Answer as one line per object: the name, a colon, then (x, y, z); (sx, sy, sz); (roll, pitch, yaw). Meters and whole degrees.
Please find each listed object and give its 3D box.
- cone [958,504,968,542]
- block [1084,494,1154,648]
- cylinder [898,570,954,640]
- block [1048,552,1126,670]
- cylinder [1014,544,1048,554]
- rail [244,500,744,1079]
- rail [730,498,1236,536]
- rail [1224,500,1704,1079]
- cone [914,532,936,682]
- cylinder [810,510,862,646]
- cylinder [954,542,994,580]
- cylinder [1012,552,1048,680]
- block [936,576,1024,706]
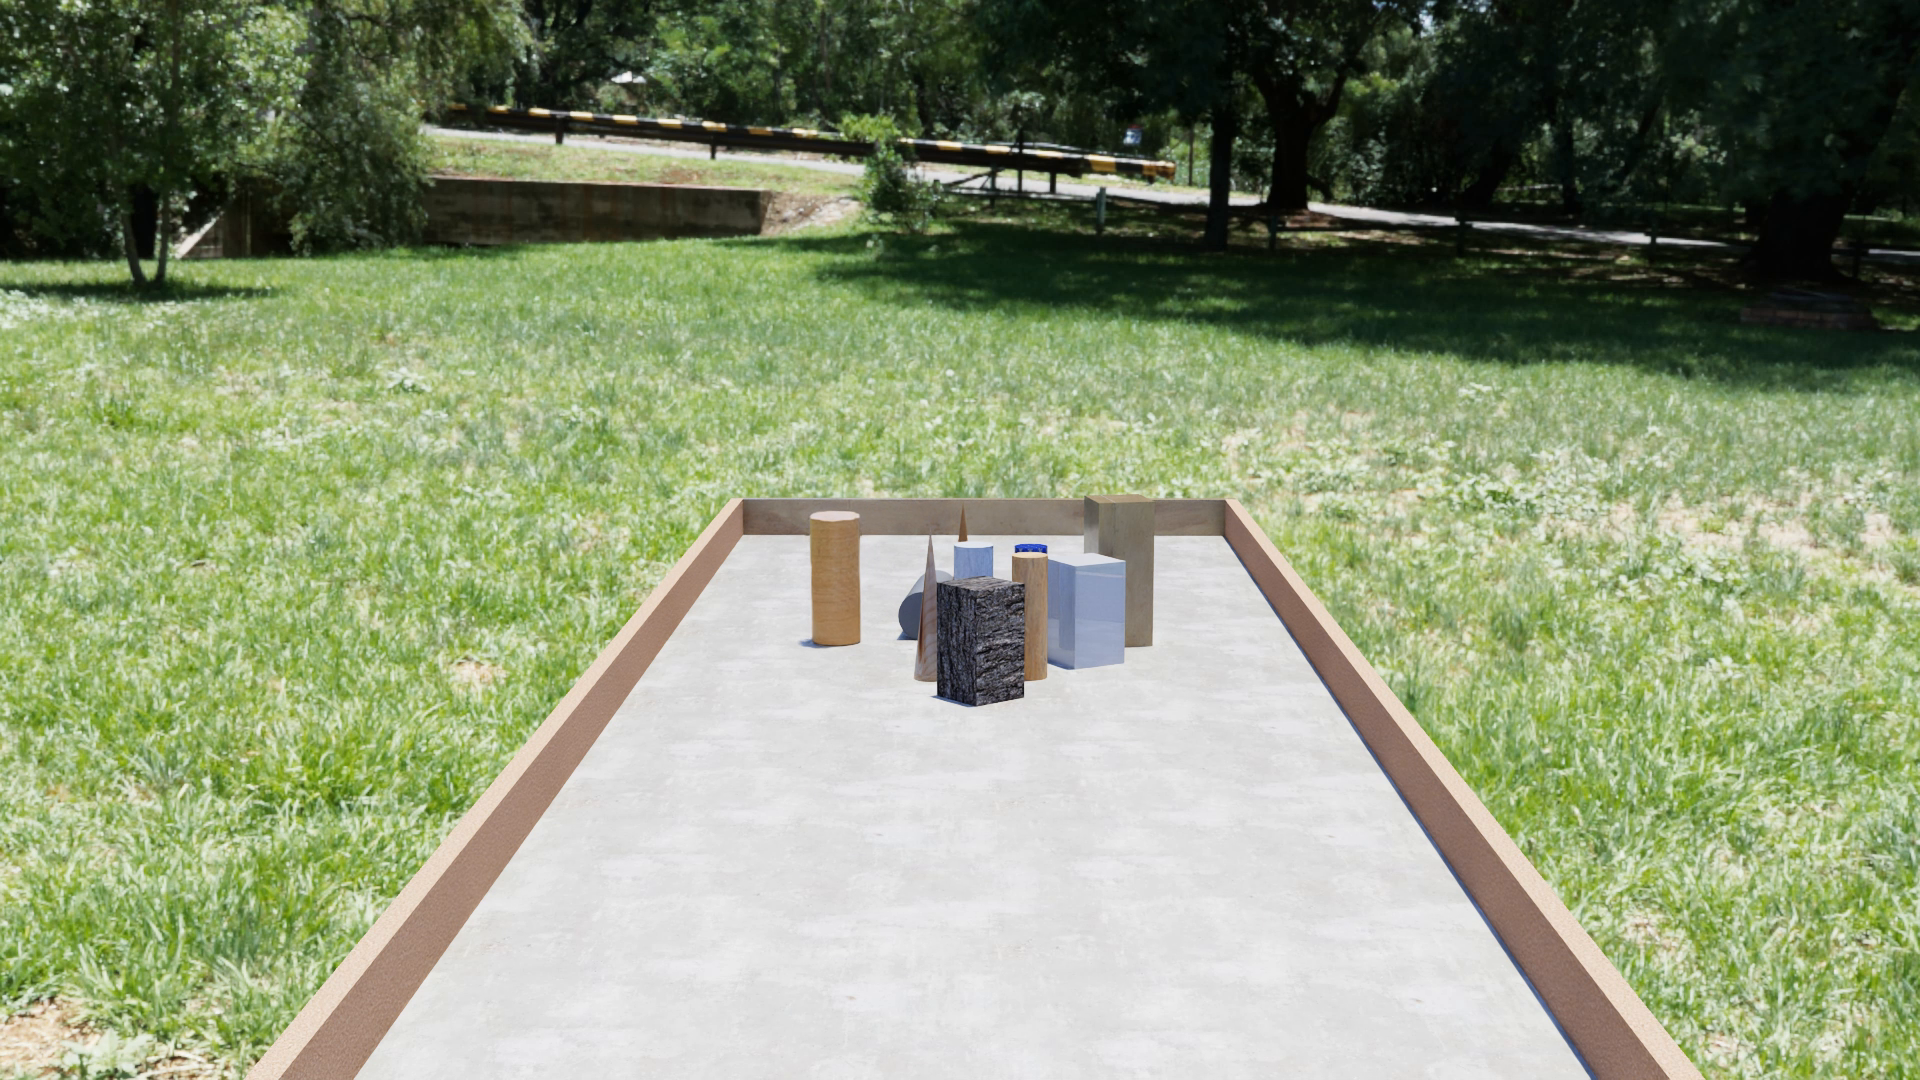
cone: (0.009, 0.097, 6.982); (0.111, 0.442, 0.111); (0, 9, 0)
block: (0.500, 0.096, 6.938); (0.179, 0.459, 0.179); (-2, 9, -11)
cylinder: (-0.098, 0.210, 7.184); (0.157, 0.157, 0.414); (1, 9, 6)
block: (0.376, 0.213, 6.662); (0.179, 0.313, 0.179); (-5, 10, -29)
cylinder: (0.223, 0.173, 6.930); (0.104, 0.310, 0.104); (0, 9, 0)
rail: (-1.004, 0.839, 3.234); (0.050, 0.150, 12.000); (0, 9, 1)
rail: (0.099, -0.098, 9.147); (2.100, 0.150, 0.050); (0, 9, 1)
rail: (1.046, 0.843, 3.208); (0.050, 0.150, 12.000); (0, 9, 1)
cone: (-0.086, 0.183, 6.417); (0.102, 0.451, 0.102); (0, 9, 0)
cylinder: (-0.392, 0.121, 6.935); (0.156, 0.403, 0.156); (0, 12, 0)
cylinder: (0.041, 0.189, 6.680); (0.120, 0.356, 0.120); (0, 9, 0)
cylinder: (0.204, 0.223, 6.438); (0.105, 0.364, 0.105); (0, 9, 0)
block: (0.058, 0.282, 6.189); (0.175, 0.326, 0.175); (-7, 12, -39)
